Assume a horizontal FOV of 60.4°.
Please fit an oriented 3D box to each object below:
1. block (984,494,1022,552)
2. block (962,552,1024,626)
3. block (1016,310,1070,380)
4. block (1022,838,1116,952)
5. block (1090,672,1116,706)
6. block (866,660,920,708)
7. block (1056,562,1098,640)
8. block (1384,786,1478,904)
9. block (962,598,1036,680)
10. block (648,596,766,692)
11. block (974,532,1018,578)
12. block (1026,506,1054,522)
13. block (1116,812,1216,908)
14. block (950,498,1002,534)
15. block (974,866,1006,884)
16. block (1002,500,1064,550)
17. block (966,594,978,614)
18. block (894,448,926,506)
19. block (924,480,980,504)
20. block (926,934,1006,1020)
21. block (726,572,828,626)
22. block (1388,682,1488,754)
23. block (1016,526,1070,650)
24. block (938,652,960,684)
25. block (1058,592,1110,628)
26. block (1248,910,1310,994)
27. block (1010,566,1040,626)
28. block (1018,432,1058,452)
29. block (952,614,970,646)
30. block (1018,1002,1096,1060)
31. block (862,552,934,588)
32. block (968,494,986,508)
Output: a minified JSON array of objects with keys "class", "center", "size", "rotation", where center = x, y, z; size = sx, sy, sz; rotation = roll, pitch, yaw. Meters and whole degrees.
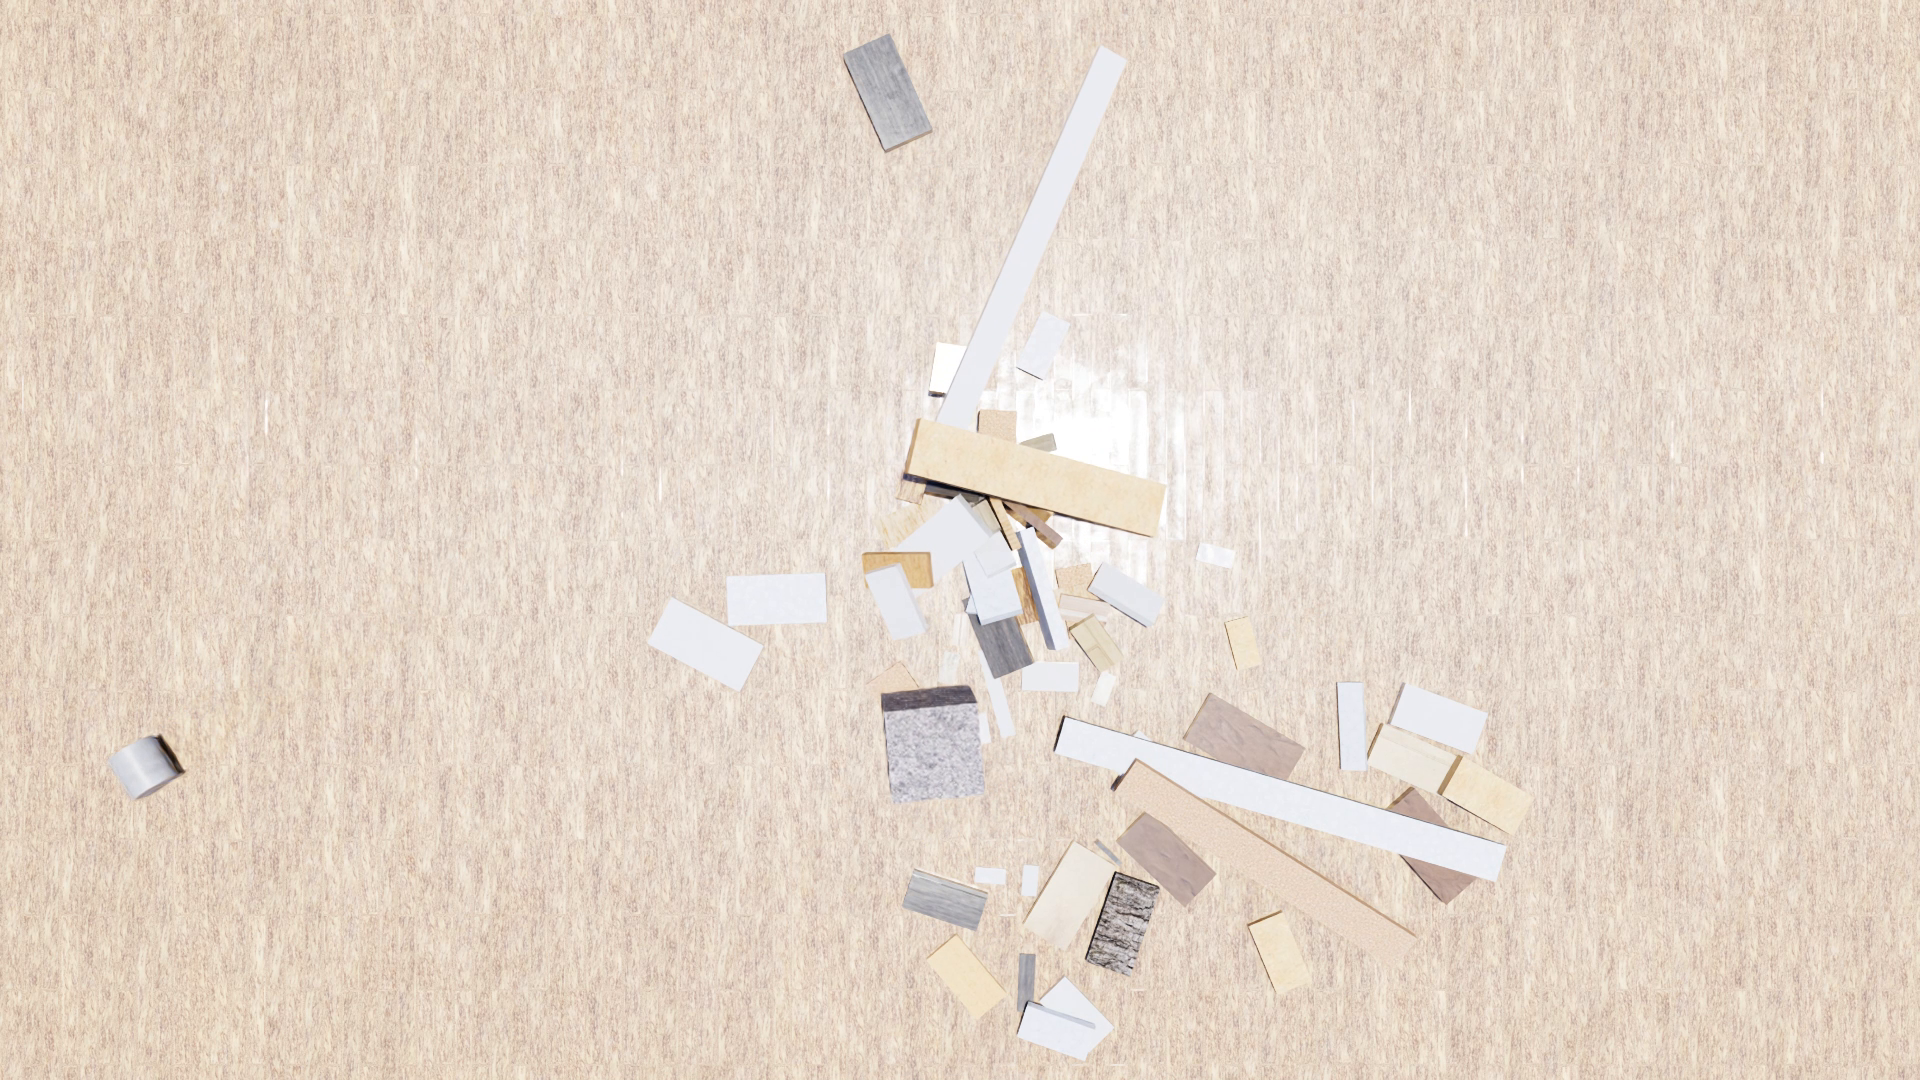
[{"class":"block","center":[0.137,-0.065,5.445],"size":[0.030,0.107,0.214],"rotation":[-24,90,-8]},{"class":"block","center":[0.101,0.129,5.416],"size":[0.142,0.040,0.284],"rotation":[-16,62,0]},{"class":"block","center":[0.276,-0.647,5.485],"size":[0.103,0.029,0.206],"rotation":[26,90,0]},{"class":"block","center":[0.362,1.178,5.477],"size":[0.163,0.046,0.326],"rotation":[31,90,0]},{"class":"block","center":[0.477,0.495,5.492],"size":[0.054,0.015,0.107],"rotation":[21,90,0]},{"class":"block","center":[-0.175,0.558,5.479],"size":[0.142,0.040,0.284],"rotation":[-35,90,0]},{"class":"block","center":[0.399,0.203,5.483],"size":[0.118,0.033,0.236],"rotation":[-12,90,0]},{"class":"block","center":[1.555,1.014,5.475],"size":[0.179,0.051,0.358],"rotation":[-42,90,0]},{"class":"block","center":[0.128,0.302,5.454],"size":[0.142,0.040,0.283],"rotation":[-23,86,13]},{"class":"block","center":[-0.841,0.346,5.476],"size":[0.345,0.049,0.172],"rotation":[28,90,0]},{"class":"block","center":[0.094,0.014,5.434],"size":[0.107,0.030,0.214],"rotation":[-26,62,-3]},{"class":"block","center":[0.188,-0.160,5.439],"size":[0.274,0.118,0.033],"rotation":[38,67,0]},{"class":"block","center":[0.686,1.053,5.478],"size":[0.310,0.044,0.155],"rotation":[44,90,0]},{"class":"block","center":[0.042,-0.103,5.448],"size":[0.107,0.030,0.214],"rotation":[-27,70,0]},{"class":"block","center":[0.101,1.117,5.493],"size":[0.101,0.014,0.050],"rotation":[4,90,0]},{"class":"block","center":[0.232,-0.060,5.439],"size":[0.236,0.118,0.033],"rotation":[39,81,0]},{"class":"block","center":[0.058,0.194,5.428],"size":[0.052,0.015,0.104],"rotation":[3,62,28]},{"class":"block","center":[-0.148,-0.215,5.471],"size":[0.090,0.026,0.181],"rotation":[16,83,6]},{"class":"block","center":[-0.018,-0.182,5.427],"size":[0.181,0.026,0.090],"rotation":[12,74,13]},{"class":"block","center":[0.022,1.449,5.482],"size":[0.130,0.037,0.259],"rotation":[-40,90,0]},{"class":"block","center":[-0.606,0.196,5.477],"size":[0.326,0.046,0.163],"rotation":[-2,90,0]},{"class":"block","center":[1.587,0.592,5.479],"size":[0.290,0.041,0.145],"rotation":[20,90,0]},{"class":"block","center":[0.264,0.161,5.416],"size":[0.046,0.163,0.405],"rotation":[-17,90,-8]},{"class":"block","center":[-0.036,0.426,5.493],"size":[0.052,0.015,0.104],"rotation":[14,90,0]},{"class":"block","center":[0.406,0.232,5.442],"size":[0.165,0.023,0.082],"rotation":[10,100,-4]},{"class":"block","center":[1.061,1.370,5.483],"size":[0.123,0.035,0.246],"rotation":[-23,90,0]},{"class":"block","center":[0.191,0.188,5.467],"size":[0.094,0.027,0.187],"rotation":[-16,90,27]},{"class":"block","center":[0.259,-0.311,5.465],"size":[0.122,0.017,0.061],"rotation":[-16,86,24]},{"class":"block","center":[0.004,0.300,5.493],"size":[0.052,0.015,0.104],"rotation":[5,90,0]},{"class":"block","center":[0.320,1.625,5.456],"size":[0.236,0.033,0.118],"rotation":[18,103,7]},{"class":"block","center":[-0.205,0.099,5.428],"size":[0.231,0.033,0.116],"rotation":[0,105,20]},{"class":"block","center":[0.003,-0.187,5.453],"size":[0.090,0.026,0.181],"rotation":[-30,70,-1]}]
